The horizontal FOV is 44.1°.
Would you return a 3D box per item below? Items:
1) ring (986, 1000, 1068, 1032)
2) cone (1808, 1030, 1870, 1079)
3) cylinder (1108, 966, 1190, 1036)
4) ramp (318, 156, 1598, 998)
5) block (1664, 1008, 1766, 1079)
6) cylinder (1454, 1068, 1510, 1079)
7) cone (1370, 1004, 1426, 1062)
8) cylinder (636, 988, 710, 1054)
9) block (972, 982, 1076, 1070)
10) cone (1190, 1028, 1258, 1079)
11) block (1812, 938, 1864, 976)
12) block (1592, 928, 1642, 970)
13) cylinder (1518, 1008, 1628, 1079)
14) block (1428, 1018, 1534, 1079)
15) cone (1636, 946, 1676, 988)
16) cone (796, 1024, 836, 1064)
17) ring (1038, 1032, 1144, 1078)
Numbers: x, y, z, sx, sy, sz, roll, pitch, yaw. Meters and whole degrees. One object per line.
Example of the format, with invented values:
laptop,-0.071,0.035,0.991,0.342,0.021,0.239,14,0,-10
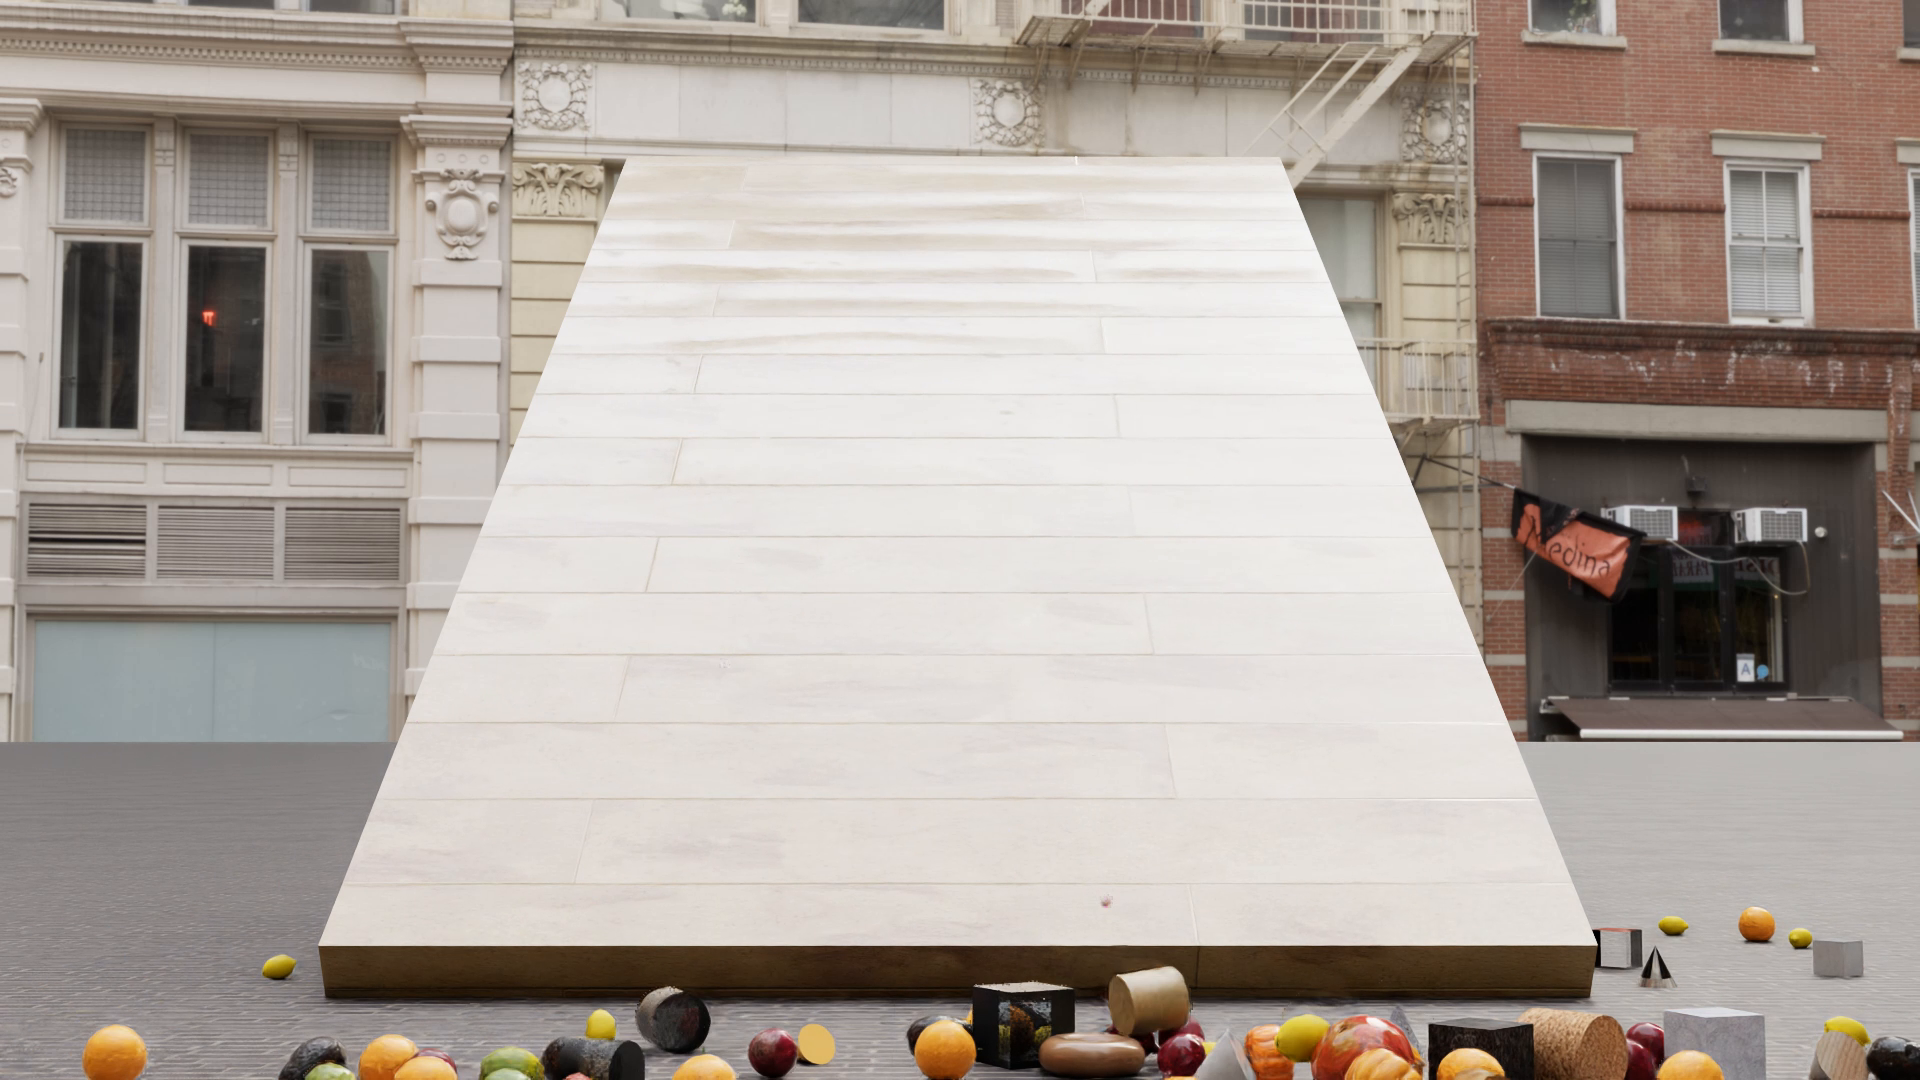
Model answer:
ring,0.095,0.670,3.333,0.116,0.039,0.116,0,-6,0
cone,1.027,0.630,2.813,0.072,0.072,0.072,2,-32,-20
cylinder,0.236,0.579,2.972,0.076,0.076,0.076,-5,-3,-21
ramp,-0.010,-0.227,5.509,2.000,0.100,4.000,0,27,0
block,0.900,0.605,2.828,0.083,0.083,0.083,2,-5,-19
cylinder,0.556,0.591,2.507,0.058,0.058,0.058,1,-5,-12
cone,0.563,0.629,3.044,0.071,0.071,0.071,0,-5,0
cylinder,-0.377,0.631,3.116,0.078,0.078,0.078,2,-5,-22
block,0.080,0.614,2.998,0.094,0.094,0.094,3,-5,-29
cone,0.285,0.616,2.698,0.089,0.089,0.089,-28,-9,7
block,1.520,0.723,4.103,0.059,0.059,0.059,4,-6,-37
block,1.172,0.729,4.230,0.067,0.067,0.067,-4,-6,41
cylinder,0.701,0.591,2.727,0.095,0.095,0.095,4,-6,-40
block,0.594,0.594,2.698,0.085,0.085,0.085,-5,-7,45
cone,1.150,0.703,3.916,0.066,0.066,0.066,0,-5,0
cone,-0.195,0.650,3.009,0.054,0.054,0.054,3,-33,-36
ring,0.161,0.632,2.905,0.131,0.044,0.131,1,-5,0
